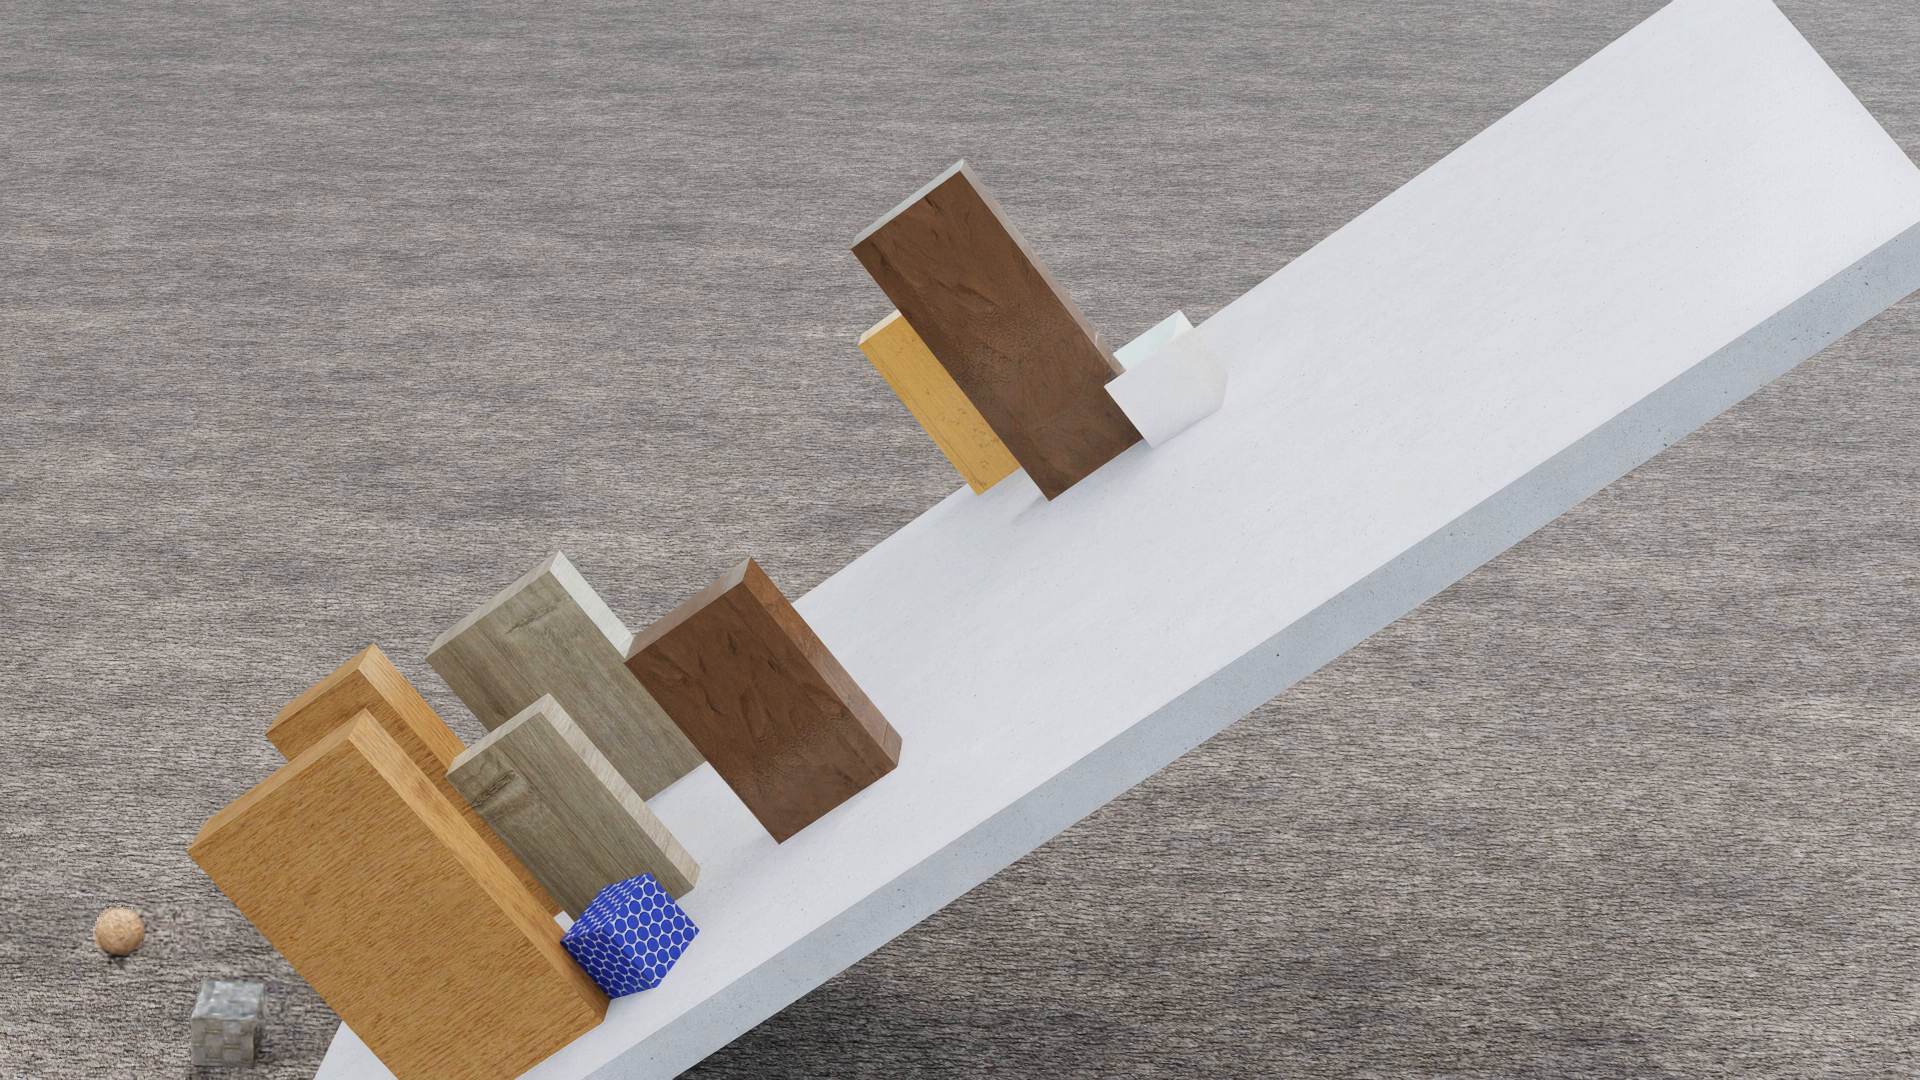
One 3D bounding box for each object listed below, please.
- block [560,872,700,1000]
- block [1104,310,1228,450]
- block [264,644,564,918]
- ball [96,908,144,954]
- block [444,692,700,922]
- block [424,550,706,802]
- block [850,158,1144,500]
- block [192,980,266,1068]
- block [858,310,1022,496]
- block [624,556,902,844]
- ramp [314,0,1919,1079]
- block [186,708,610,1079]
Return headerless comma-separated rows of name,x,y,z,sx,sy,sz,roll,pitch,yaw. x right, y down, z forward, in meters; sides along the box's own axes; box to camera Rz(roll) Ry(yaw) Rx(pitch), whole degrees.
block,-0.661,0.793,5.887,0.162,0.162,0.162,-22,22,46
block,0.460,-0.356,6.542,0.187,0.187,0.187,-33,17,22
block,-1.199,0.600,6.600,0.279,0.722,0.135,-34,16,16
ball,-2.133,0.994,7.468,0.117,0.117,0.117,0,23,0
block,-0.806,0.591,6.147,0.261,0.502,0.089,-34,16,16
block,-0.901,0.367,6.845,0.380,0.582,0.119,-34,16,16
block,0.105,-0.467,6.619,0.305,0.741,0.101,-34,16,16
block,-1.742,1.154,7.015,0.142,0.142,0.142,4,28,-3
block,0.065,-0.409,7.047,0.407,0.475,0.083,-34,16,16
block,-0.395,0.327,5.960,0.307,0.502,0.128,-34,16,16
ramp,0.129,0.179,6.321,4.000,0.100,2.000,-34,16,16
block,-1.107,0.759,5.857,0.431,0.769,0.132,-34,16,16
